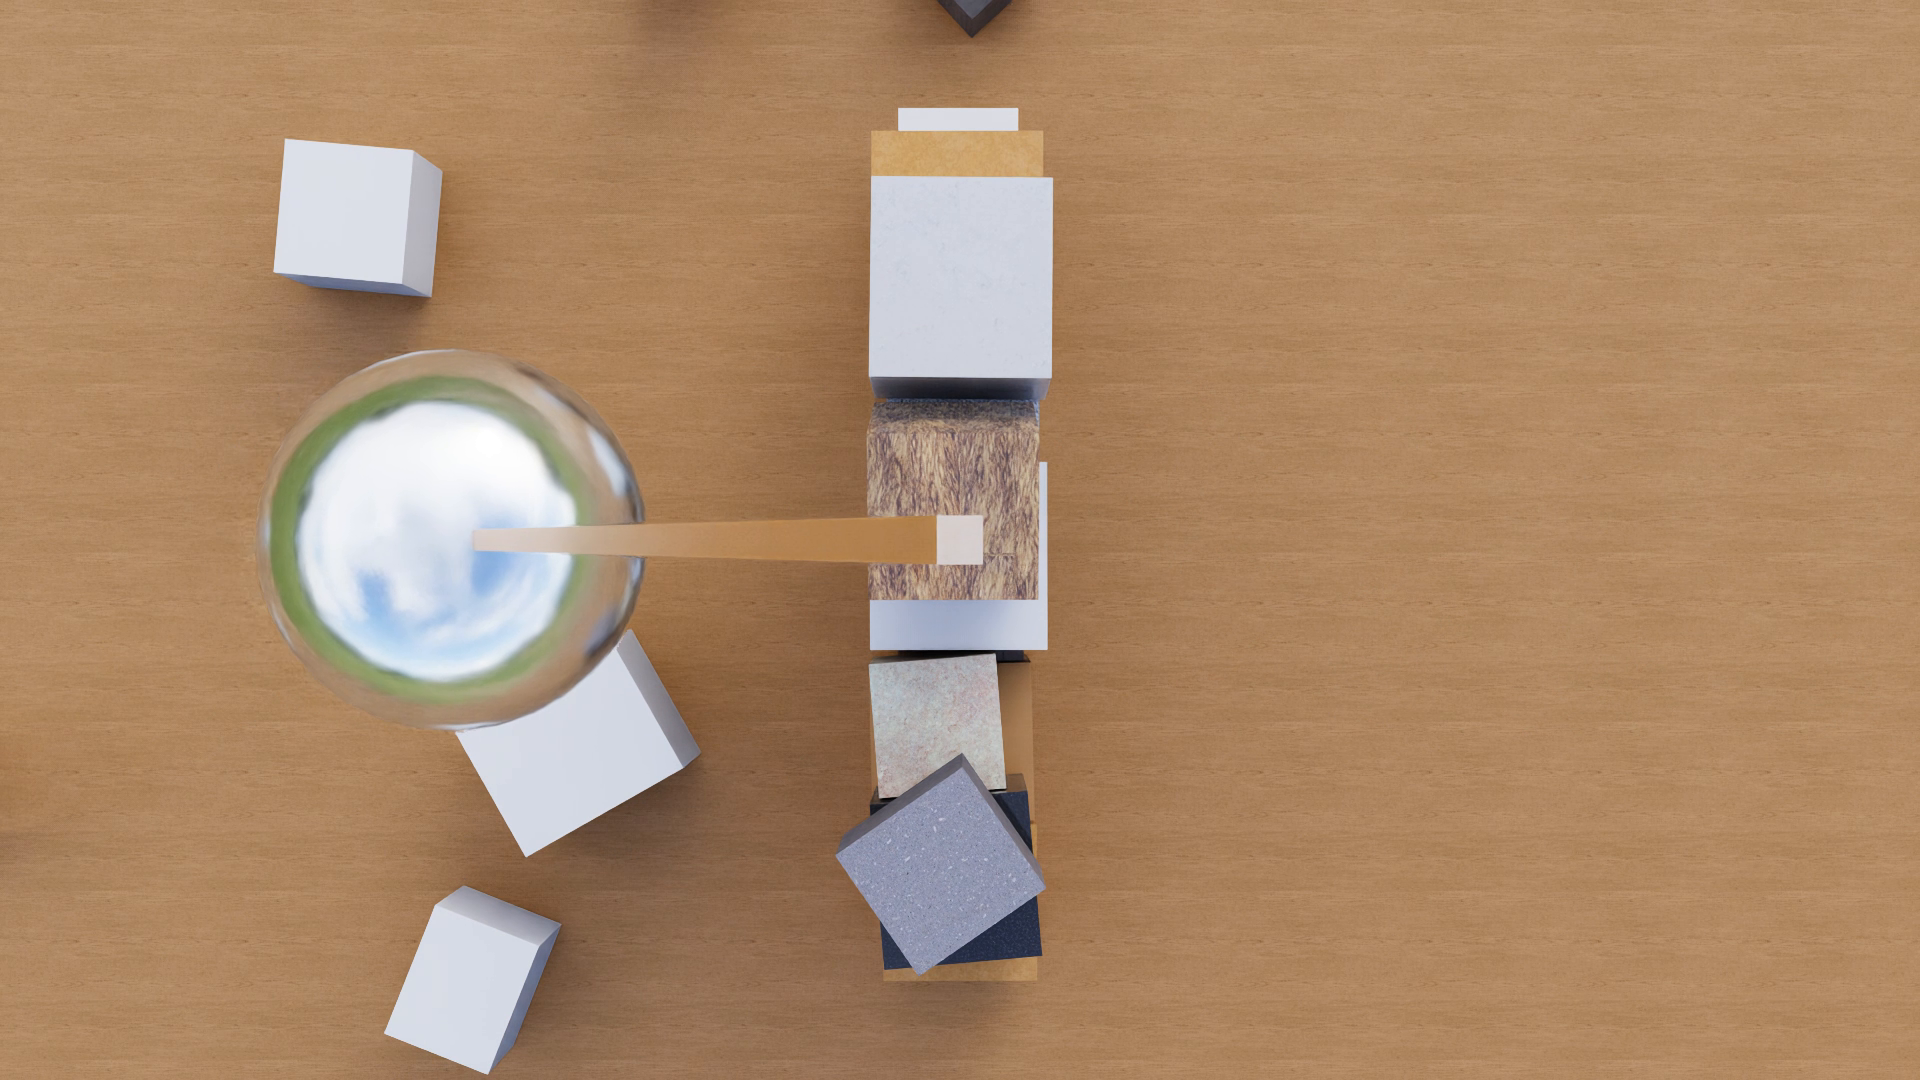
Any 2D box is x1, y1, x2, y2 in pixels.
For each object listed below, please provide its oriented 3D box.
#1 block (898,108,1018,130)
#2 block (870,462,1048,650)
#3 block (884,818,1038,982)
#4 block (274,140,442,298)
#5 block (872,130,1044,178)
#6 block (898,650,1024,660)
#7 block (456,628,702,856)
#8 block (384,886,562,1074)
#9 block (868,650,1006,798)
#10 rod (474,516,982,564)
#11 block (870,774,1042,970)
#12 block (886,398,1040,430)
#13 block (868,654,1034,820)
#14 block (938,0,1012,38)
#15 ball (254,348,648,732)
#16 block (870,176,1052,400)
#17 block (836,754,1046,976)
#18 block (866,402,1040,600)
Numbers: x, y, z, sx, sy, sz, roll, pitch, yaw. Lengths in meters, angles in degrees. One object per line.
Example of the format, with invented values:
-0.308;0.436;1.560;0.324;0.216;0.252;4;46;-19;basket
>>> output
-0.009;-2.081;12.658;0.670;0.684;0.675;0;90;0;block
-0.008;0.080;11.862;0.926;0.760;0.980;0;91;0;block
0.001;1.991;12.533;0.844;0.934;0.857;0;90;0;block
-3.450;-1.839;12.653;0.720;0.695;0.748;5;90;0;block
-0.014;-1.645;11.861;0.892;0.906;0.958;0;90;0;block
0.004;0.302;12.624;0.701;0.753;0.741;0;90;0;block
-2.169;1.137;12.566;0.999;0.867;0.844;-30;90;0;block
-2.786;2.514;12.647;0.624;0.706;0.774;22;90;0;block
-0.116;0.963;11.722;0.658;0.736;0.693;-5;90;0;block
-0.914;0.000;6.011;0.080;5.200;0.080;0;90;-21;rod
-0.021;1.736;11.640;0.809;0.851;0.846;-5;90;0;block
0.015;-0.789;11.805;0.789;0.870;0.733;0;90;0;block
-0.045;1.118;12.545;0.893;0.910;0.869;-1;90;0;block
0.088;-3.354;12.766;0.554;0.468;0.545;-43;90;0;block
-2.110;0.000;9.194;1.600;1.600;1.600;0;90;0;ball
0.006;-1.241;10.985;0.878;0.780;0.977;1;86;0;block
-0.092;1.582;10.850;0.739;0.729;0.702;-35;90;0;block
-0.032;-0.211;10.924;0.817;0.963;0.810;0;102;0;block
